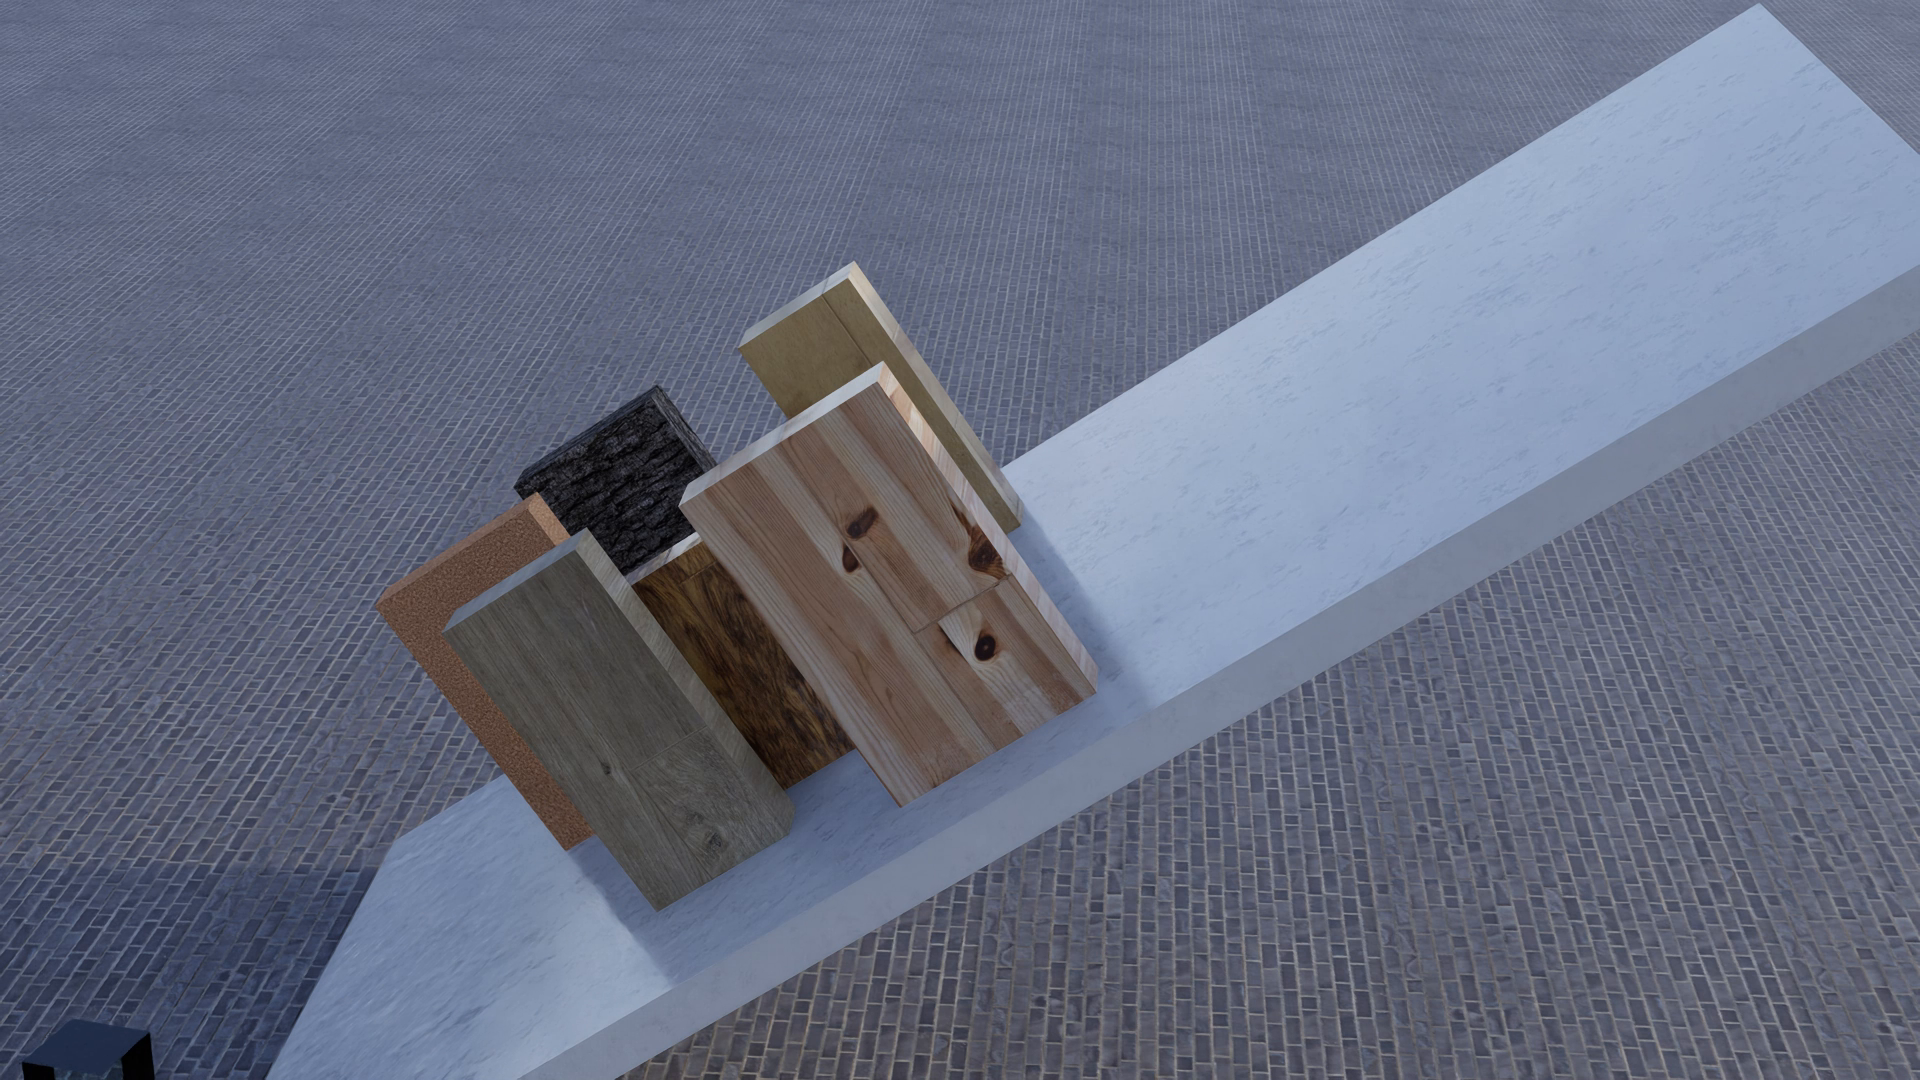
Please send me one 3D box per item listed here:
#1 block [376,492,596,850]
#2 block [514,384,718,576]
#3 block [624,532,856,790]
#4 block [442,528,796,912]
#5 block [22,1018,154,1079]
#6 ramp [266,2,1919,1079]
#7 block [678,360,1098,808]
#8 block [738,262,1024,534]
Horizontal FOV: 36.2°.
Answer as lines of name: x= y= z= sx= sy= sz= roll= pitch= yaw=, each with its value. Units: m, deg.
block: x=-0.917 y=0.301 z=6.605 sx=0.427 sy=0.714 sz=0.109 roll=-31 pitch=16 yaw=14
block: x=-0.713 y=0.009 z=7.148 sx=0.411 sy=0.664 sz=0.122 roll=-31 pitch=16 yaw=14
block: x=-0.518 y=0.291 z=6.105 sx=0.376 sy=0.544 sz=0.105 roll=-31 pitch=16 yaw=14
block: x=-0.675 y=0.364 z=5.877 sx=0.329 sy=0.723 sz=0.123 roll=-31 pitch=16 yaw=14
block: x=-1.933 y=1.213 z=6.543 sx=0.197 sy=0.197 sz=0.197 roll=6 pitch=22 yaw=16
ramp: x=0.138 y=0.172 z=6.299 sx=4.000 sy=0.100 sz=2.000 roll=-31 pitch=16 yaw=14
block: x=-0.128 y=0.090 z=5.526 sx=0.448 sy=0.728 sz=0.126 roll=-31 pitch=16 yaw=14
block: x=-0.175 y=-0.257 z=6.737 sx=0.304 sy=0.698 sz=0.144 roll=-31 pitch=16 yaw=14
